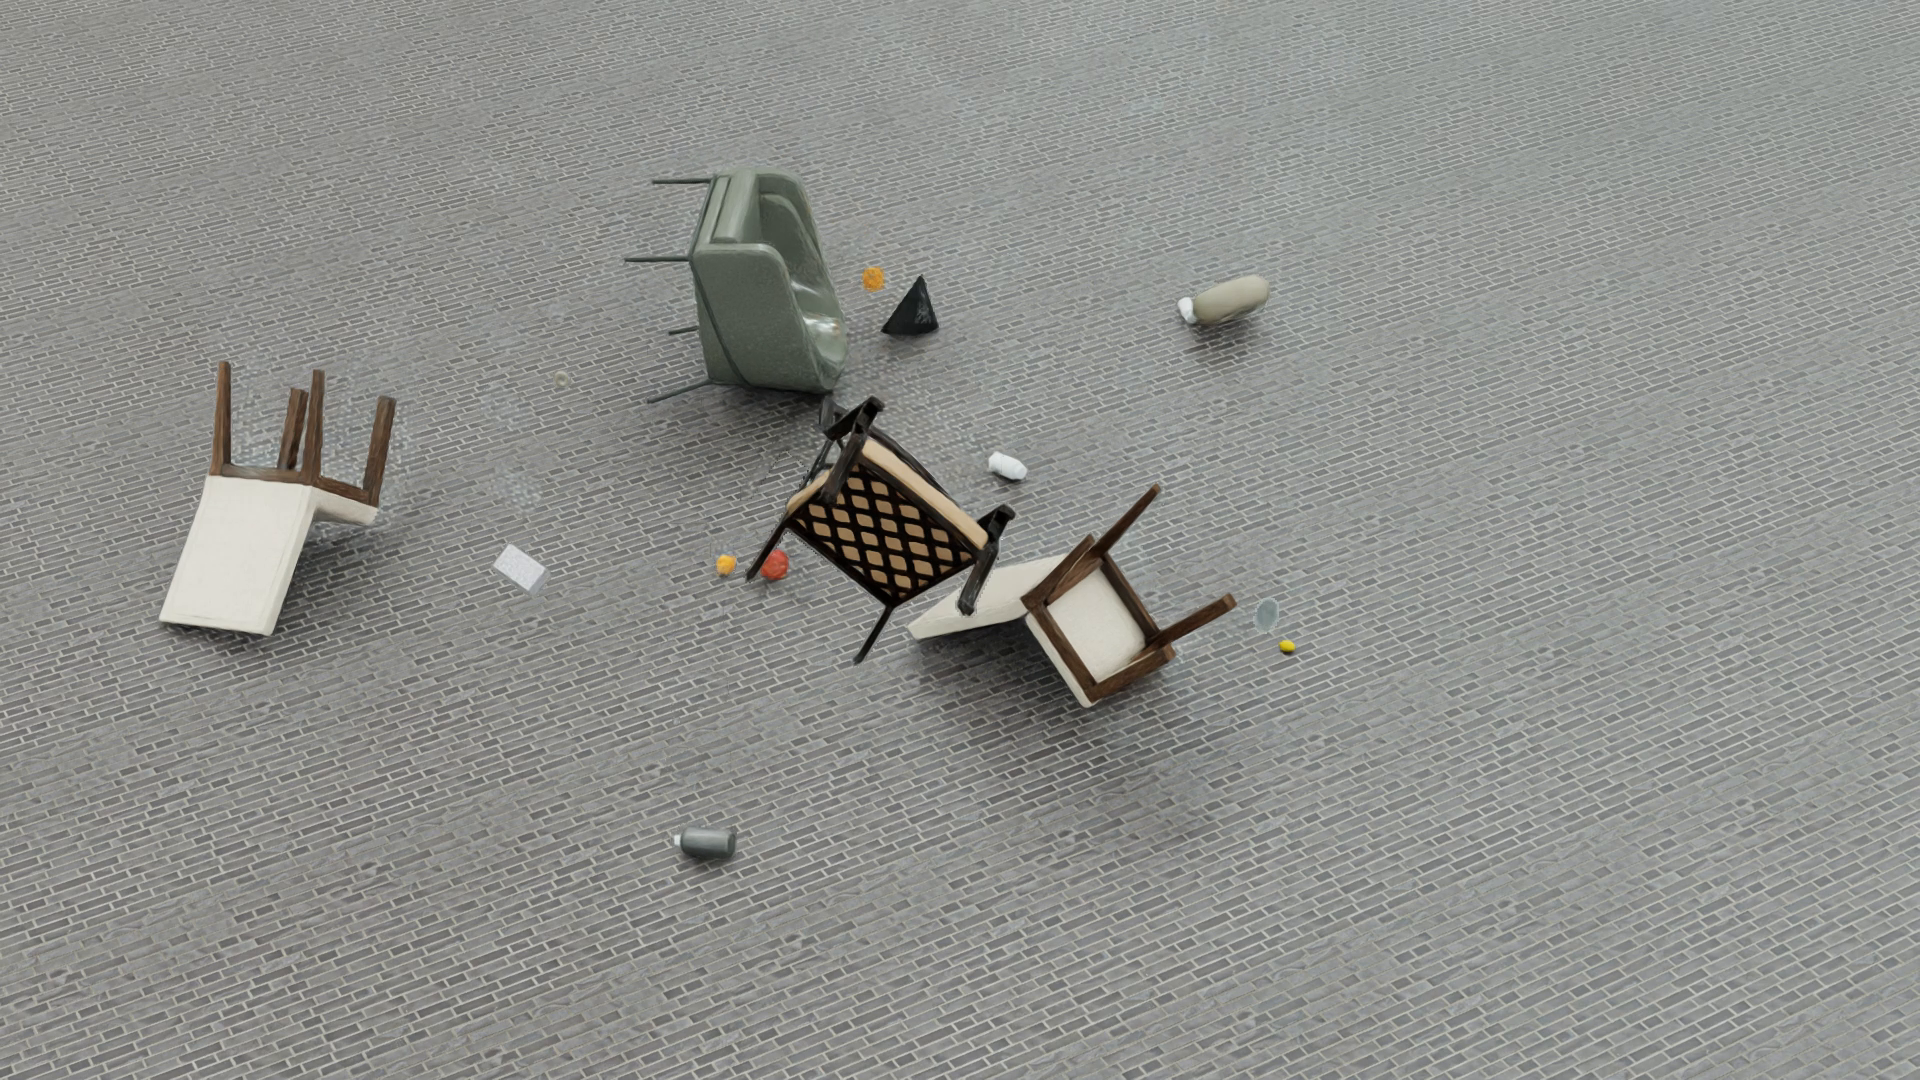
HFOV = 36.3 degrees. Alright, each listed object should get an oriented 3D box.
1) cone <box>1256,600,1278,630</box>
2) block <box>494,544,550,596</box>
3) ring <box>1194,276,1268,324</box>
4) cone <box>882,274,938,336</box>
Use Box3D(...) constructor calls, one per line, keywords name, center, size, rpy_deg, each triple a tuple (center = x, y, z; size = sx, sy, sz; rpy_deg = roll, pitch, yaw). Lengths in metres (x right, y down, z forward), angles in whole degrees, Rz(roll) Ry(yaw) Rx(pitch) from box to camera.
Box3D(name="cone", center=(1.090, 0.256, 10.375), size=(0.070, 0.127, 0.052), rpy_deg=(21, 26, 9))
Box3D(name="block", center=(-1.494, 0.102, 9.994), size=(0.156, 0.073, 0.096), rpy_deg=(34, 79, 14))
Box3D(name="ring", center=(1.131, -1.000, 12.253), size=(0.330, 0.133, 0.262), rpy_deg=(-19, -4, -3))
Box3D(name="cone", center=(-0.184, -0.993, 12.171), size=(0.286, 0.258, 0.115), rpy_deg=(-11, 37, -36))
